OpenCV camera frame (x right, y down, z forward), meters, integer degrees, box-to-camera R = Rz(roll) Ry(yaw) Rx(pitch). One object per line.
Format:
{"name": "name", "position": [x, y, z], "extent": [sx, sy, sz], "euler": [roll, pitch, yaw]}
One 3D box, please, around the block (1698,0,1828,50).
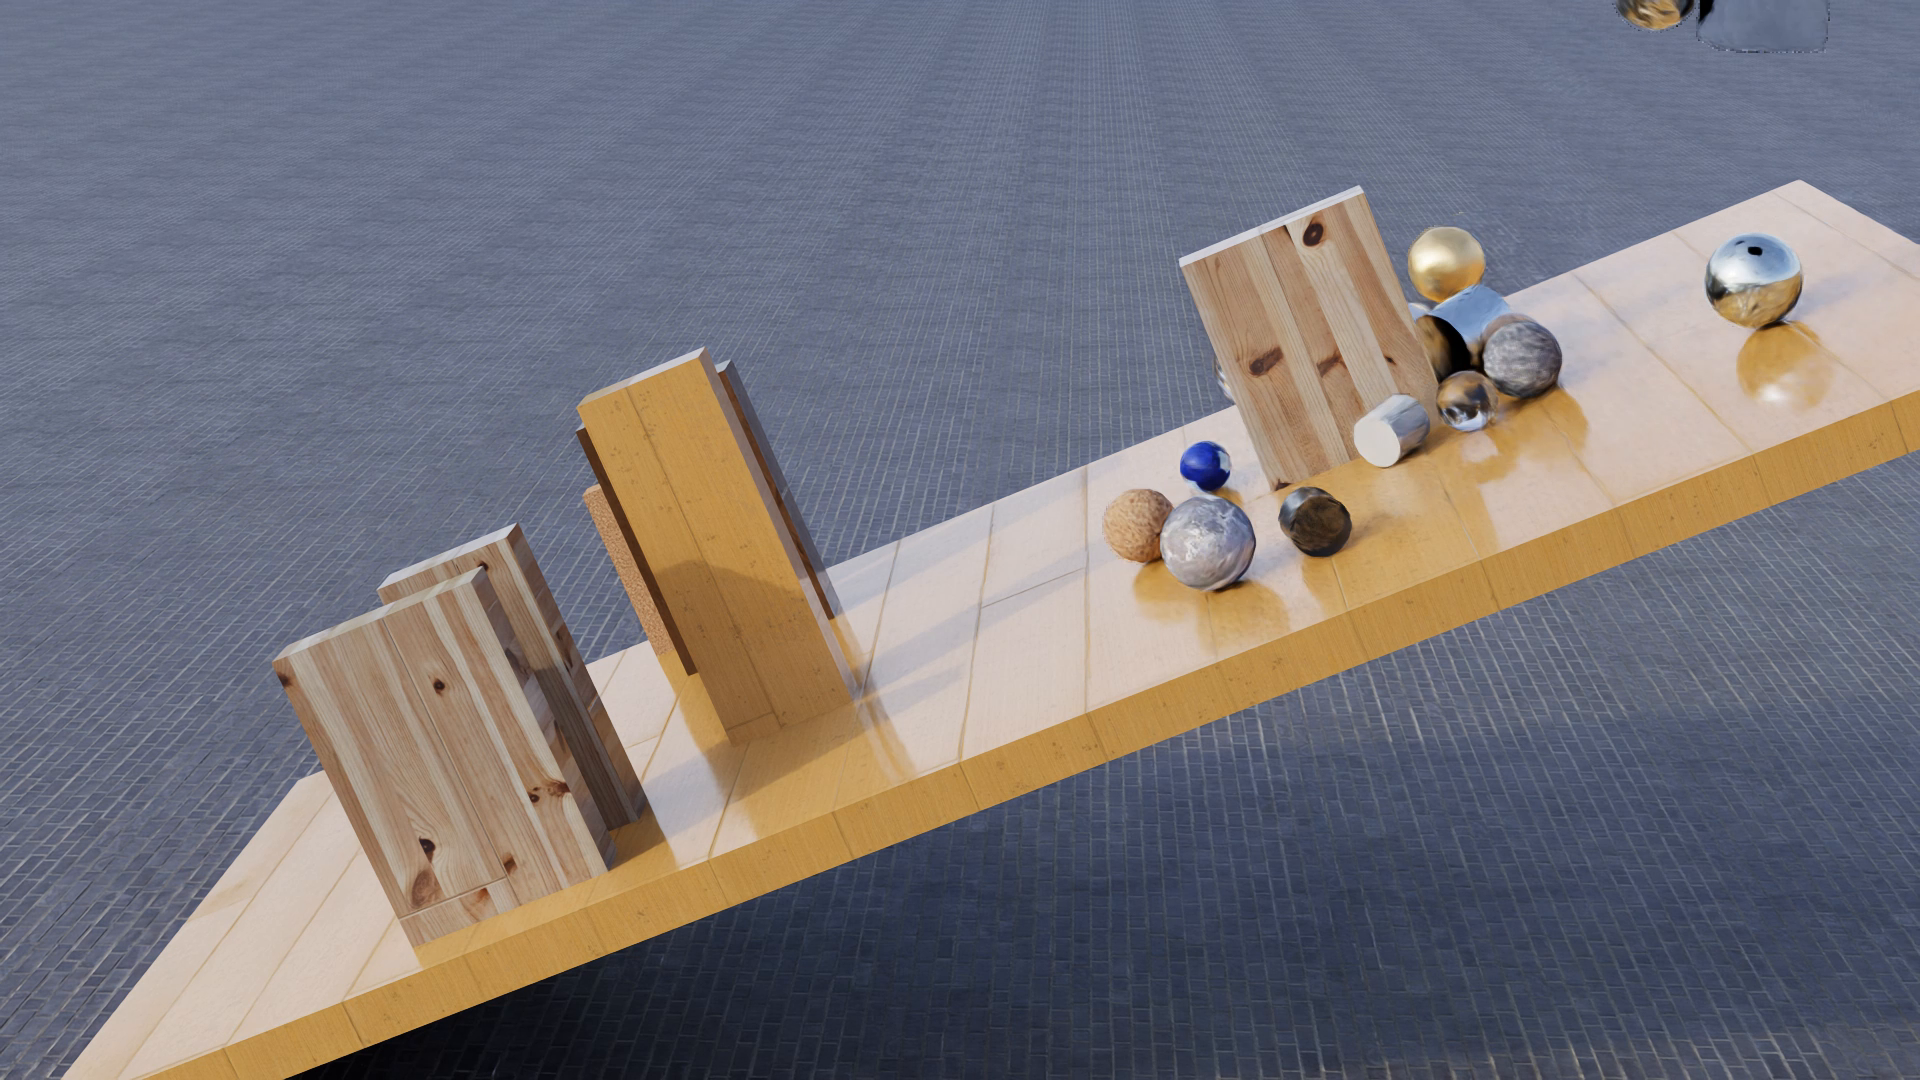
{"name": "block", "position": [1.535, -1.046, 5.614], "extent": [0.194, 0.194, 0.194], "euler": [1, 17, 1]}

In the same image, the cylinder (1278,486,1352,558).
{"name": "cylinder", "position": [0.679, -0.035, 5.631], "extent": [0.117, 0.117, 0.117], "euler": [-1, 10, -5]}

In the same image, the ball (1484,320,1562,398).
{"name": "ball", "position": [1.163, -0.373, 6.079], "extent": [0.160, 0.160, 0.160], "euler": [0, 14, 0]}

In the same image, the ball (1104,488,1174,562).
{"name": "ball", "position": [0.375, -0.031, 6.092], "extent": [0.154, 0.154, 0.154], "euler": [0, 14, 0]}

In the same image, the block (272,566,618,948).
{"name": "block", "position": [-0.975, 0.415, 5.594], "extent": [0.415, 0.616, 0.115], "euler": [-22, 12, 8]}

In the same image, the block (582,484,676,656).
{"name": "block", "position": [-0.631, 0.003, 7.126], "extent": [0.415, 0.435, 0.080], "euler": [-22, 12, 8]}

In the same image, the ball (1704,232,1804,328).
{"name": "ball", "position": [1.579, -0.517, 5.852], "extent": [0.191, 0.191, 0.191], "euler": [0, 14, 0]}

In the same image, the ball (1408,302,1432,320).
{"name": "ball", "position": [1.037, -0.473, 6.761], "extent": [0.147, 0.147, 0.147], "euler": [0, 14, 0]}

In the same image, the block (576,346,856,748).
{"name": "block", "position": [-0.492, 0.017, 6.015], "extent": [0.269, 0.775, 0.119], "euler": [-22, 12, 8]}

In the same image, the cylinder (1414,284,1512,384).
{"name": "cylinder", "position": [1.109, -0.455, 6.499], "extent": [0.167, 0.167, 0.167], "euler": [-32, 31, -33]}

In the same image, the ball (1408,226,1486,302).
{"name": "ball", "position": [1.130, -0.640, 6.832], "extent": [0.179, 0.179, 0.179], "euler": [0, 14, 0]}

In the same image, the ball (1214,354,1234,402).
{"name": "ball", "position": [0.656, -0.385, 6.434], "extent": [0.200, 0.200, 0.200], "euler": [0, 14, 0]}

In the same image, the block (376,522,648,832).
{"name": "block", "position": [-0.885, 0.312, 5.846], "extent": [0.282, 0.625, 0.119], "euler": [-22, 12, 8]}

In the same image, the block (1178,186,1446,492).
{"name": "block", "position": [0.749, -0.422, 6.198], "extent": [0.406, 0.520, 0.113], "euler": [-22, 12, 8]}

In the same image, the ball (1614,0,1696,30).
{"name": "ball", "position": [1.423, -1.129, 6.019], "extent": [0.169, 0.169, 0.169], "euler": [0, 14, 0]}

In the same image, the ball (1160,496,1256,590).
{"name": "ball", "position": [0.478, 0.005, 5.679], "extent": [0.185, 0.185, 0.185], "euler": [0, 14, 0]}

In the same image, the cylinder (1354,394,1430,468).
{"name": "cylinder", "position": [0.888, -0.225, 6.051], "extent": [0.114, 0.114, 0.114], "euler": [12, 35, 40]}

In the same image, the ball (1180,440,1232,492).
{"name": "ball", "position": [0.538, -0.161, 6.441], "extent": [0.113, 0.113, 0.113], "euler": [0, 14, 0]}

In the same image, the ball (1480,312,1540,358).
{"name": "ball", "position": [1.181, -0.416, 6.272], "extent": [0.141, 0.141, 0.141], "euler": [0, 14, 0]}

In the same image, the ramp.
{"name": "ramp", "position": [0.128, 0.172, 6.287], "extent": [4.000, 0.100, 2.000], "euler": [-22, 12, 8]}

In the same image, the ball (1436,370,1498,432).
{"name": "ball", "position": [1.037, -0.285, 6.021], "extent": [0.125, 0.125, 0.125], "euler": [0, 14, 0]}

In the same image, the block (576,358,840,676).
{"name": "block", "position": [-0.579, -0.051, 6.805], "extent": [0.373, 0.628, 0.138], "euler": [-22, 12, 8]}
